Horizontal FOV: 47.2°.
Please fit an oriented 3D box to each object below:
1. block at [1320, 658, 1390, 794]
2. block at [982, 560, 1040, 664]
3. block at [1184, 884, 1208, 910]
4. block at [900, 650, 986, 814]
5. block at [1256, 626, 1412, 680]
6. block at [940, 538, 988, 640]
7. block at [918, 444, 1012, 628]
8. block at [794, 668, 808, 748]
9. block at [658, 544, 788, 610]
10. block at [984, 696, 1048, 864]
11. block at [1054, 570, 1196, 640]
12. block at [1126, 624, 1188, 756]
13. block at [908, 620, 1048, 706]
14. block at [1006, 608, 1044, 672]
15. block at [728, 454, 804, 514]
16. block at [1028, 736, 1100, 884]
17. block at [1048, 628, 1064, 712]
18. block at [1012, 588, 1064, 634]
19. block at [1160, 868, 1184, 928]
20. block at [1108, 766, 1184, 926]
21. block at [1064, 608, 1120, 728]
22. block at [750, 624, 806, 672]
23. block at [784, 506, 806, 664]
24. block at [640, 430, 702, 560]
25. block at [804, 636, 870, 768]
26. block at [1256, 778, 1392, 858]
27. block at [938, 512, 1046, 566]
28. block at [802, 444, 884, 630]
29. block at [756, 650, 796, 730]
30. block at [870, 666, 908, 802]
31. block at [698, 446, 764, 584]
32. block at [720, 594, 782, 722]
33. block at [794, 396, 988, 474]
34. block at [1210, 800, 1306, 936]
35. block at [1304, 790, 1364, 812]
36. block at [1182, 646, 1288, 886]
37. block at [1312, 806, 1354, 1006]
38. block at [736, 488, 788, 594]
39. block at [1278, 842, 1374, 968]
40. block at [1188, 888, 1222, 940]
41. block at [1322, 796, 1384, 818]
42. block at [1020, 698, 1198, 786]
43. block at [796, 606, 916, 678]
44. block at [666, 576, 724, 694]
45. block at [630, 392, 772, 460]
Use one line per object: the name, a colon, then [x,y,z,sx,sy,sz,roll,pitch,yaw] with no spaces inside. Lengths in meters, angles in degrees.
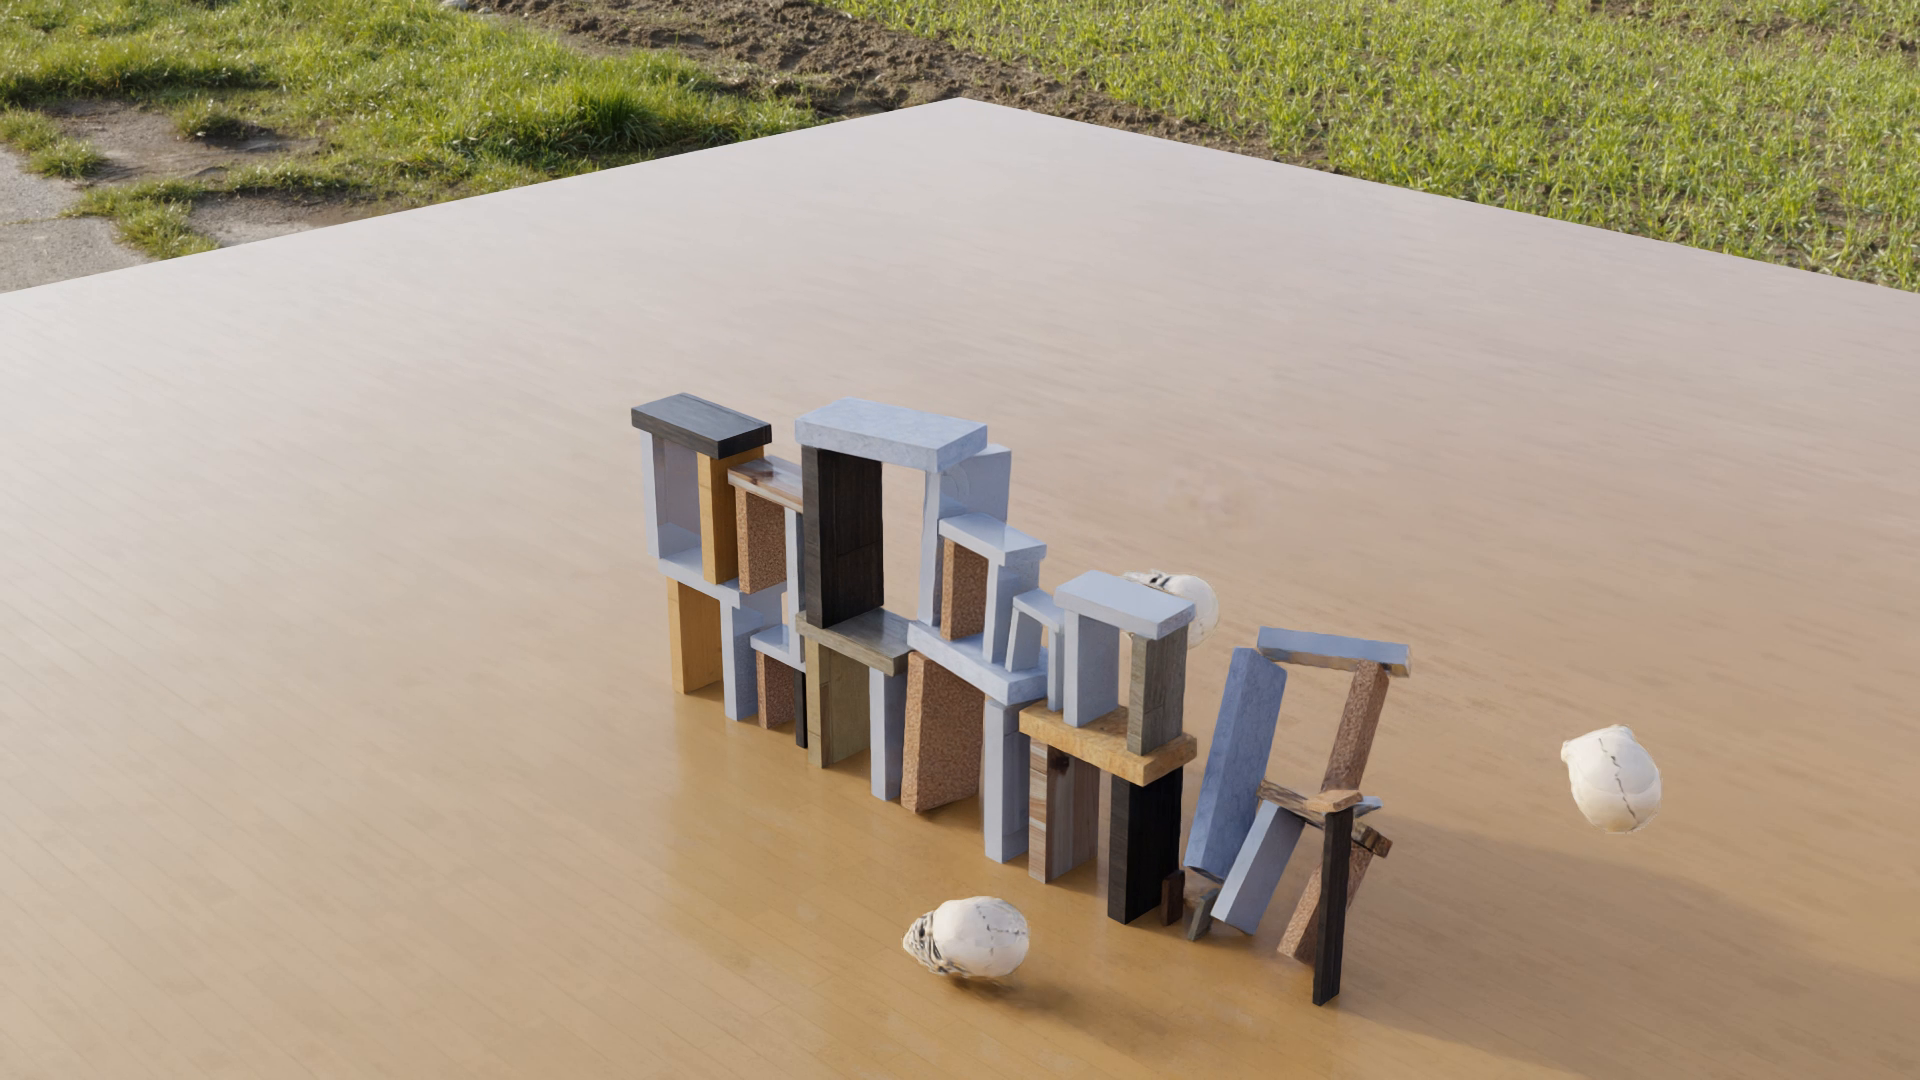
block: [0.720,0.364,4.016,0.039,0.272,0.136,14,-12,22]
block: [0.098,0.128,4.203,0.102,0.203,0.029,-11,24,-35]
block: [0.456,0.679,4.143,0.098,0.014,0.049,18,29,35]
block: [-0.031,0.372,4.439,0.167,0.335,0.047,-13,25,-38]
block: [0.697,0.210,4.085,0.272,0.039,0.136,7,-12,17]
block: [0.014,0.088,4.298,0.102,0.203,0.029,-13,23,-39]
block: [0.009,-0.009,4.362,0.172,0.344,0.049,-11,25,-35]
block: [-0.310,0.346,4.710,0.092,0.184,0.026,-21,31,-41]
block: [-0.520,0.073,4.825,0.279,0.040,0.140,21,31,41]
block: [0.123,0.446,4.280,0.047,0.335,0.167,21,31,41]
block: [0.296,0.115,3.967,0.231,0.033,0.116,19,29,37]
block: [0.355,0.263,3.957,0.033,0.231,0.116,22,32,40]
block: [0.061,0.225,4.300,0.167,0.047,0.335,-11,24,-34]
block: [0.124,0.184,4.162,0.065,0.130,0.018,-11,30,-35]
block: [-0.360,-0.117,4.570,0.238,0.034,0.119,21,31,41]
block: [0.201,0.492,4.213,0.043,0.303,0.152,21,31,41]
block: [0.193,0.234,4.110,0.018,0.166,0.065,21,31,40]
block: [0.166,0.131,4.104,0.065,0.018,0.130,-17,33,-36]
block: [0.394,0.663,4.072,0.014,0.098,0.049,20,30,38]
block: [0.344,0.548,4.081,0.043,0.303,0.152,21,31,41]
block: [0.244,0.220,4.060,0.033,0.231,0.116,20,30,41]
block: [-0.354,0.232,4.709,0.184,0.026,0.092,21,31,41]
block: [-0.305,0.079,4.593,0.119,0.345,0.034,-21,31,-41]
block: [-0.626,-0.119,4.849,0.042,0.294,0.147,21,31,41]
block: [-0.254,0.320,4.630,0.042,0.294,0.147,21,31,41]
block: [0.659,0.505,3.988,0.231,0.033,0.116,22,-8,40]
block: [0.062,-0.003,4.214,0.102,0.029,0.203,-11,25,-36]
block: [-0.236,-0.028,4.466,0.172,0.390,0.049,-21,31,-40]
block: [-0.397,0.312,4.790,0.026,0.184,0.092,21,31,41]
block: [-0.115,0.374,4.502,0.042,0.294,0.147,21,31,41]
block: [-0.487,-0.065,4.721,0.042,0.294,0.147,21,31,41]
block: [-0.454,0.245,4.826,0.040,0.279,0.140,21,31,41]
block: [-0.137,-0.209,4.322,0.344,0.049,0.172,13,26,32]
block: [0.546,0.601,4.022,0.033,0.231,0.116,21,-9,40]
block: [0.637,0.445,3.747,0.057,0.016,0.114,-21,1,-16]
block: [0.516,0.422,4.099,0.039,0.424,0.136,1,-22,41]
block: [0.643,0.630,3.790,0.057,0.378,0.016,-21,31,-41]
block: [-0.417,-0.014,4.675,0.034,0.238,0.119,21,31,40]
block: [0.653,0.644,3.919,0.033,0.231,0.116,21,-7,40]
block: [0.448,0.684,4.022,0.049,0.098,0.014,-21,45,-41]
block: [0.688,0.468,3.860,0.057,0.016,0.114,-32,-26,34]
block: [0.273,0.360,4.080,0.303,0.043,0.152,21,31,40]
block: [-0.185,0.192,4.501,0.294,0.042,0.147,21,31,41]
block: [-0.586,0.194,4.947,0.040,0.279,0.139,21,31,41]
block: [-0.556,-0.247,4.720,0.294,0.042,0.147,21,31,41]
